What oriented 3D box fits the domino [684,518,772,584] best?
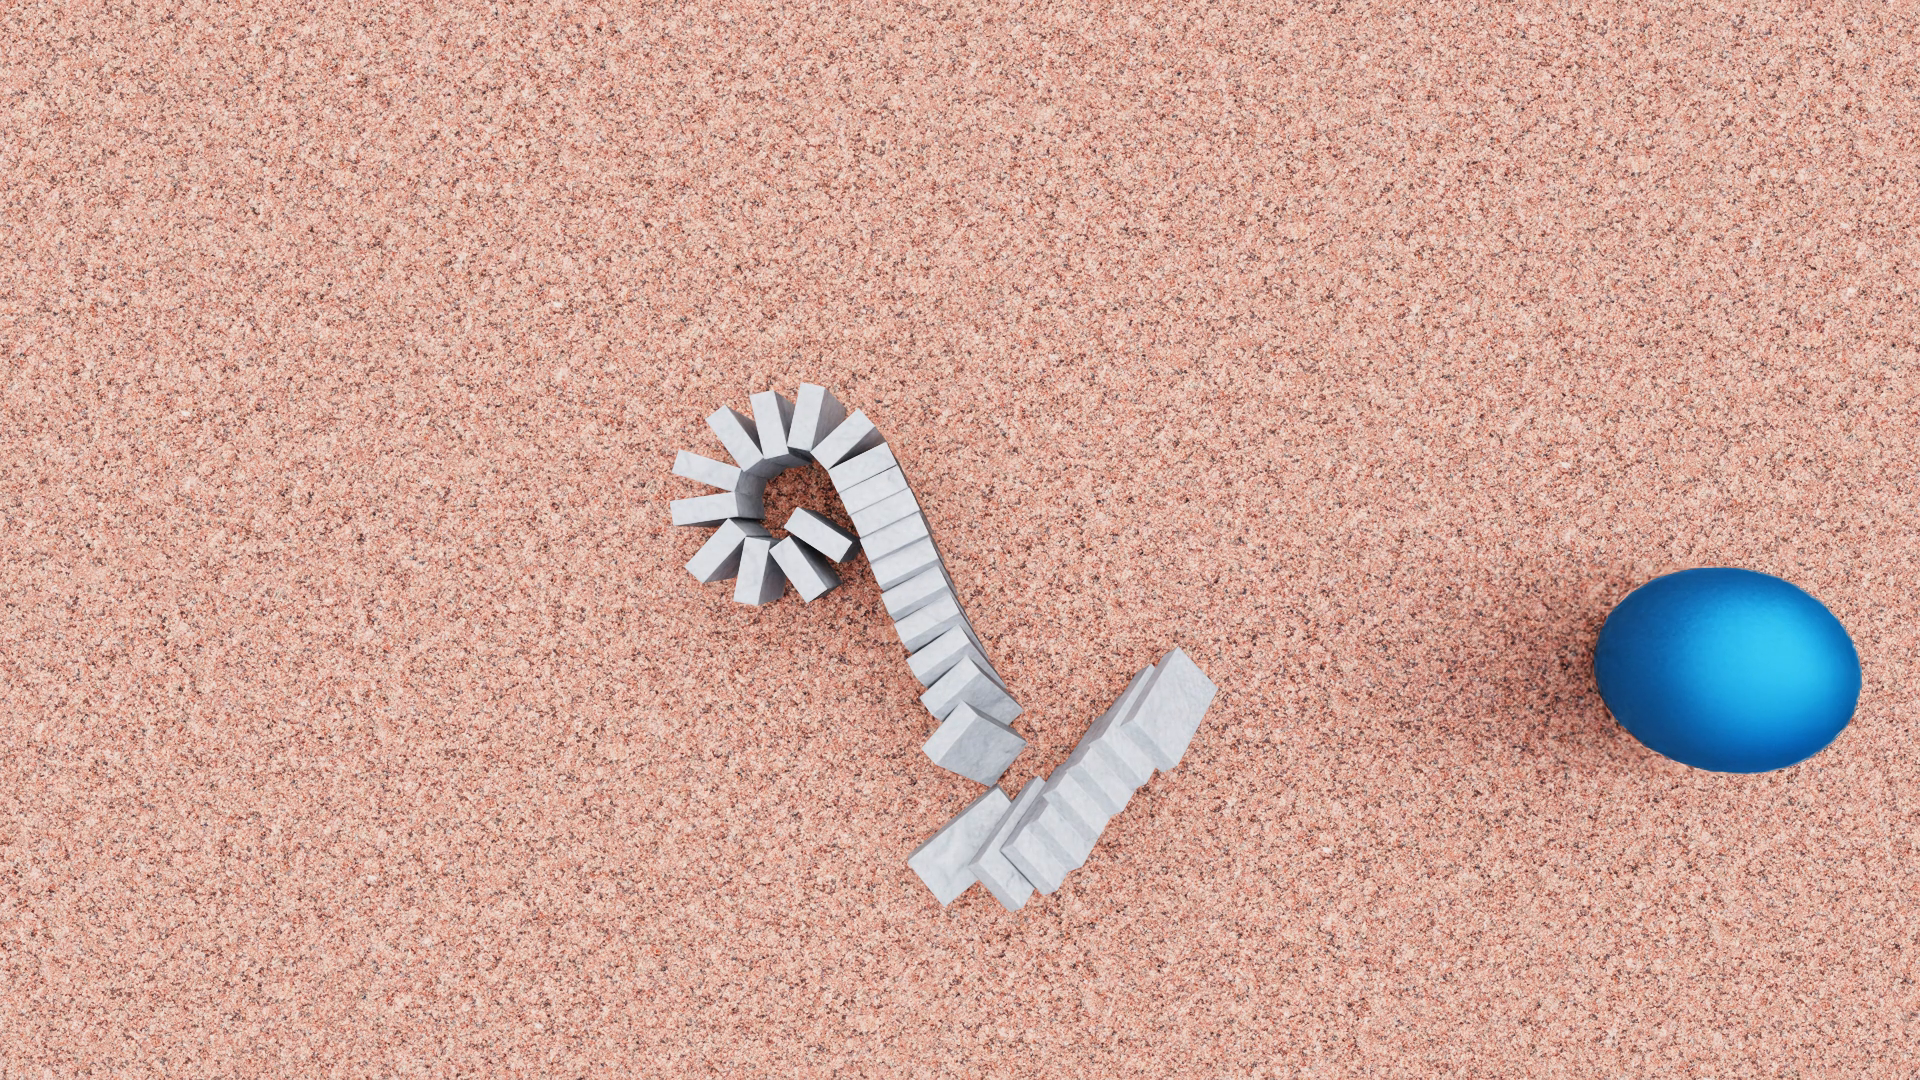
[{"bbox_3d":[-0.093,0.004,0.375,0.009,0.050,0.025,42,90,0],"label":"domino"}]

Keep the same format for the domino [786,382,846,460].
[{"bbox_3d":[-0.058,-0.047,0.375,0.009,0.050,0.025,12,89,3],"label":"domino"}]

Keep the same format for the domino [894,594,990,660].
[{"bbox_3d":[-0.007,0.042,0.376,0.025,0.050,0.009,-29,57,0],"label":"domino"}]

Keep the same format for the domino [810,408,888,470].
[{"bbox_3d":[-0.044,-0.038,0.375,0.025,0.050,0.009,-43,87,0],"label":"domino"}]

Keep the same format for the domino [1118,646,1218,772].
[{"bbox_3d":[0.087,0.069,0.379,0.025,0.010,0.050,46,45,0],"label":"domino"}]

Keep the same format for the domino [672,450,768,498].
[{"bbox_3d":[-0.097,-0.027,0.375,0.025,0.050,0.009,17,90,0],"label":"domino"}]

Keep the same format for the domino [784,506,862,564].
[{"bbox_3d":[-0.054,-0.002,0.375,0.025,0.050,0.010,33,90,0],"label":"domino"}]

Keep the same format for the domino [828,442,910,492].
[{"bbox_3d":[-0.036,-0.026,0.375,0.025,0.050,0.009,-26,85,0],"label":"domino"}]

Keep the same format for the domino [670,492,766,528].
[{"bbox_3d":[-0.098,-0.012,0.375,0.025,0.050,0.009,-8,90,0],"label":"domino"}]

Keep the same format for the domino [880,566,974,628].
[{"bbox_3d":[-0.012,0.030,0.376,0.025,0.050,0.010,-27,62,0],"label":"domino"}]

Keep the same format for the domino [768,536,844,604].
[{"bbox_3d":[-0.062,0.011,0.375,0.009,0.050,0.025,-36,90,0],"label":"domino"}]

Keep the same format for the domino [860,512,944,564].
[{"bbox_3d":[-0.022,0.005,0.375,0.025,0.050,0.010,-25,74,0],"label":"domino"}]

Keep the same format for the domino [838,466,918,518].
[{"bbox_3d":[-0.031,-0.015,0.375,0.025,0.050,0.010,-25,80,0],"label":"domino"}]

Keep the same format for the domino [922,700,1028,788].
[{"bbox_3d":[0.007,0.085,0.377,0.025,0.050,0.009,-49,53,0],"label":"domino"}]

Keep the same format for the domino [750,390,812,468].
[{"bbox_3d":[-0.072,-0.044,0.375,0.009,0.050,0.025,-13,90,2],"label":"domino"}]

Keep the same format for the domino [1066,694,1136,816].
[{"bbox_3d":[0.066,0.087,0.379,0.025,0.009,0.050,48,45,1],"label":"domino"}]

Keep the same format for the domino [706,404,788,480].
[{"bbox_3d":[-0.086,-0.039,0.375,0.009,0.050,0.025,-37,90,0],"label":"domino"}]

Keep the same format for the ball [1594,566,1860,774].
[{"bbox_3d":[0.298,0.051,0.360,0.080,0.080,0.080,0,90,0],"label":"ball"}]

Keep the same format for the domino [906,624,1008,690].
[{"bbox_3d":[0.000,0.055,0.377,0.025,0.050,0.009,-34,54,0],"label":"domino"}]

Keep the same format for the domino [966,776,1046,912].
[{"bbox_3d":[0.027,0.125,0.380,0.025,0.010,0.050,47,47,0],"label":"domino"}]

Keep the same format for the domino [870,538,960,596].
[{"bbox_3d":[-0.017,0.017,0.375,0.025,0.050,0.010,-25,68,0],"label":"domino"}]

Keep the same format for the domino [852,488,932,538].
[{"bbox_3d":[-0.027,-0.006,0.375,0.025,0.050,0.010,-25,79,0],"label":"domino"}]

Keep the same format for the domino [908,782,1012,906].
[{"bbox_3d":[0.005,0.131,0.395,0.050,0.009,0.025,-39,90,0],"label":"domino"}]

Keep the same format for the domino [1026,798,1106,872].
[{"bbox_3d":[0.050,0.109,0.379,0.025,0.010,0.050,47,45,0],"label":"domino"}]

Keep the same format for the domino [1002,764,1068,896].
[{"bbox_3d":[0.040,0.118,0.379,0.025,0.009,0.050,47,45,0],"label":"domino"}]

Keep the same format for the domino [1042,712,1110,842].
[{"bbox_3d":[0.057,0.097,0.379,0.025,0.010,0.050,47,45,1],"label":"domino"}]

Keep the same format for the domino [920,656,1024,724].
[{"bbox_3d":[0.006,0.068,0.377,0.025,0.050,0.009,-42,53,0],"label":"domino"}]

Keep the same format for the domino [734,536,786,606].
[{"bbox_3d":[-0.080,0.012,0.375,0.010,0.050,0.025,11,90,0],"label":"domino"}]

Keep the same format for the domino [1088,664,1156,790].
[{"bbox_3d":[0.075,0.076,0.379,0.025,0.009,0.050,47,45,1],"label":"domino"}]
